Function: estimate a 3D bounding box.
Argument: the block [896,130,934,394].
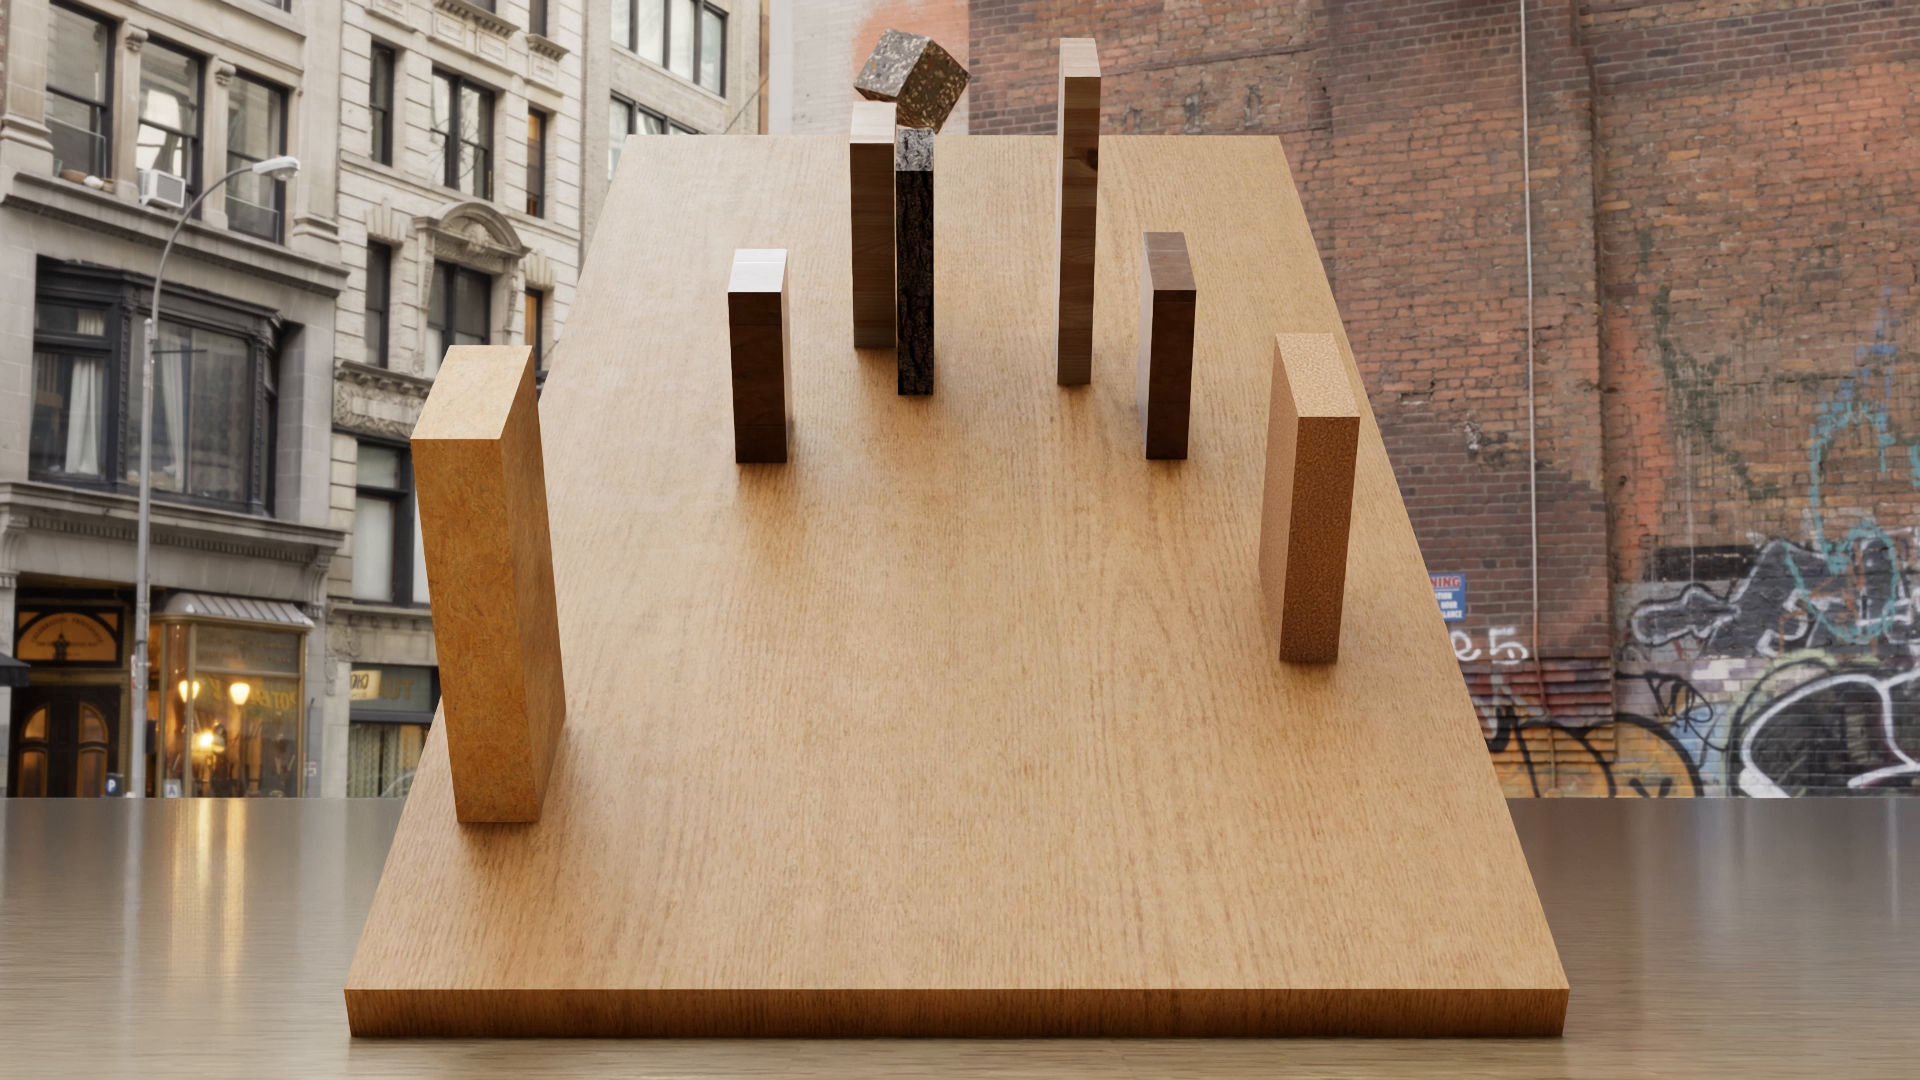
[{"bbox_3d":[-0.107,-0.670,5.815,0.086,0.575,0.277,0,30,0],"label":"block"}]

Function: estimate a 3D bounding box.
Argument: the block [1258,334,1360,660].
[{"bbox_3d":[0.694,-0.088,4.830,0.116,0.543,0.373,0,30,0],"label":"block"}]

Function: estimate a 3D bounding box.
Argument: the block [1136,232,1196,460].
[{"bbox_3d":[0.475,-0.453,5.590,0.095,0.424,0.335,0,30,0],"label":"block"}]

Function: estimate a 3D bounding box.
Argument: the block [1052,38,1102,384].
[{"bbox_3d":[0.279,-0.789,5.820,0.083,0.780,0.282,0,30,0],"label":"block"}]

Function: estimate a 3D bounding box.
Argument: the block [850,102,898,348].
[{"bbox_3d":[-0.214,-0.794,6.066,0.106,0.541,0.296,0,30,0],"label":"block"}]

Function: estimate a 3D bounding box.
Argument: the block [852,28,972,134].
[{"bbox_3d":[-0.137,-1.315,6.907,0.198,0.198,0.198,24,-8,45],"label":"block"}]

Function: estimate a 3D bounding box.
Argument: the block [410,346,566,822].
[{"bbox_3d":[-0.828,0.081,4.290,0.146,0.772,0.360,0,30,0],"label":"block"}]

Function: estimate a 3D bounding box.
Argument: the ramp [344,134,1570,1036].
[{"bbox_3d":[-0.013,-0.213,5.694,2.000,0.100,4.000,0,30,0],"label":"ramp"}]

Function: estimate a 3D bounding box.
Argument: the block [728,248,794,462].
[{"bbox_3d":[-0.455,-0.422,5.528,0.118,0.426,0.244,0,30,0],"label":"block"}]
